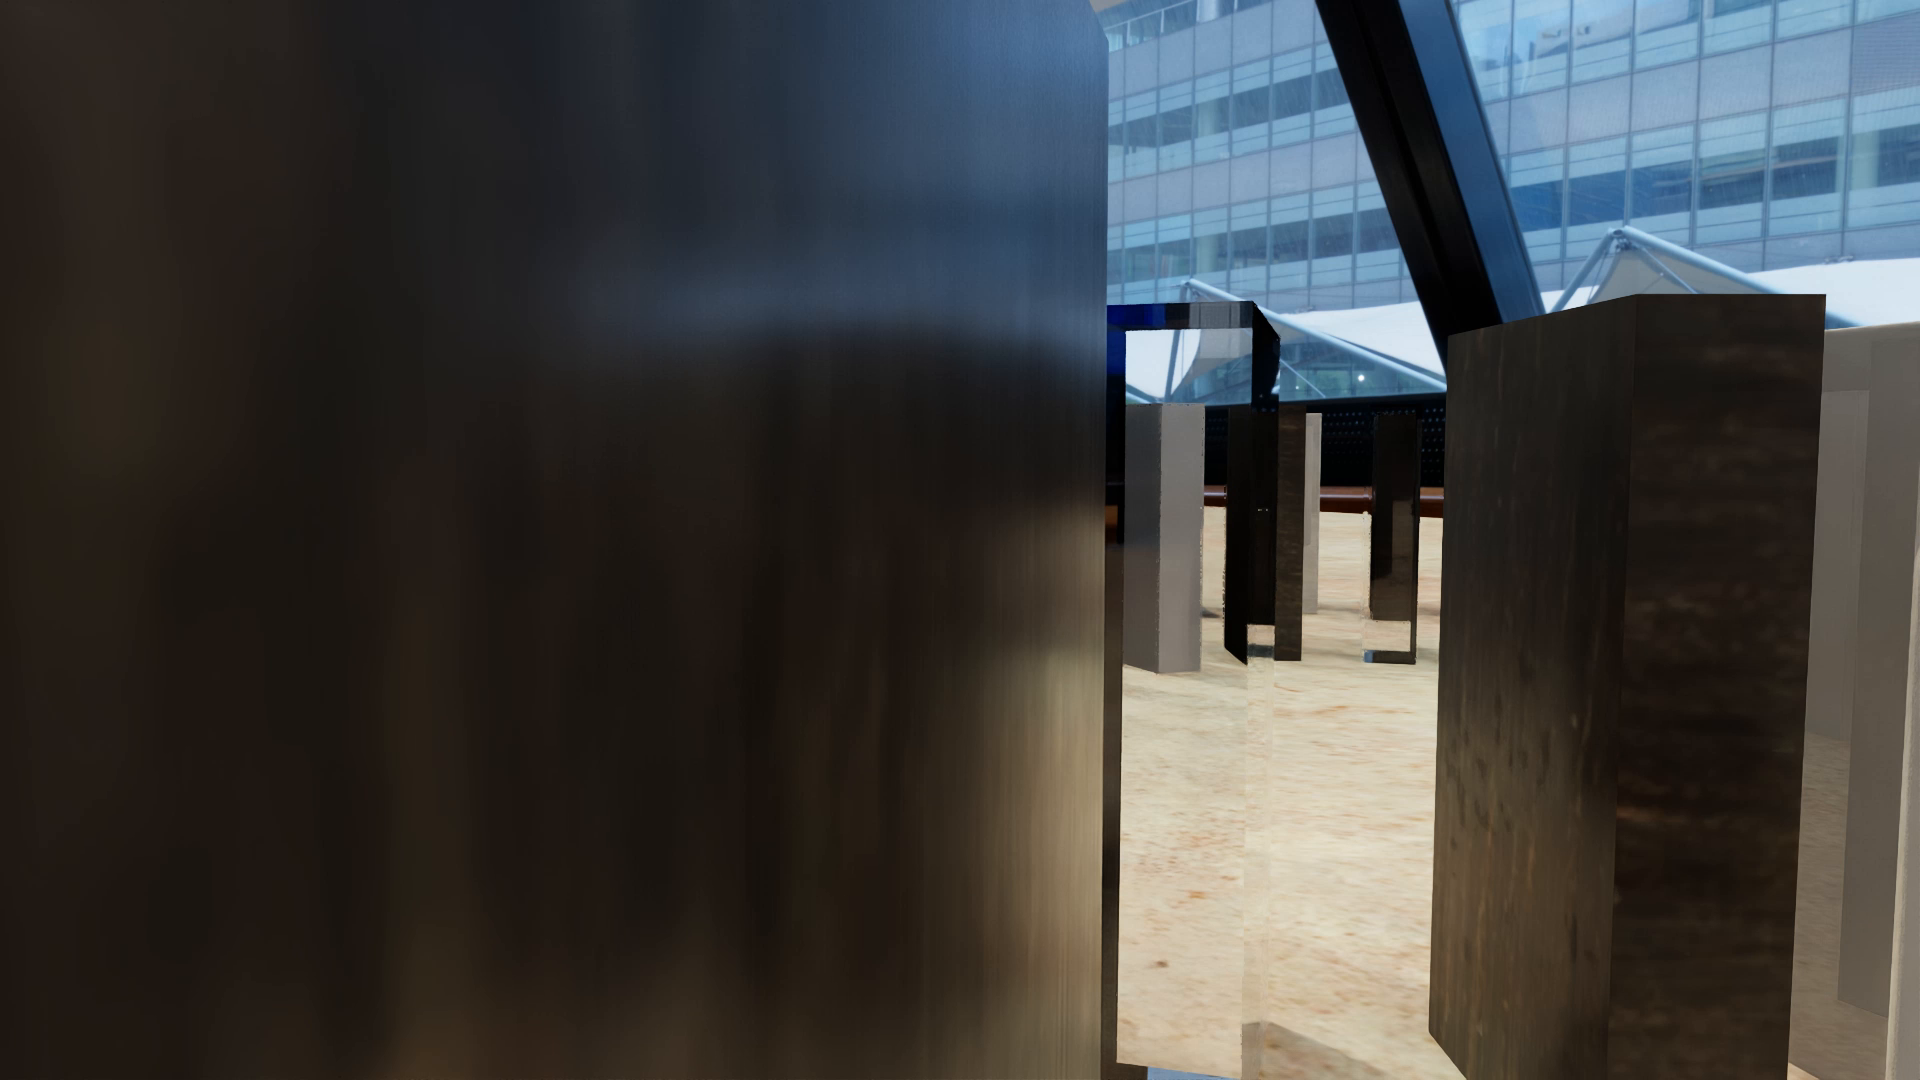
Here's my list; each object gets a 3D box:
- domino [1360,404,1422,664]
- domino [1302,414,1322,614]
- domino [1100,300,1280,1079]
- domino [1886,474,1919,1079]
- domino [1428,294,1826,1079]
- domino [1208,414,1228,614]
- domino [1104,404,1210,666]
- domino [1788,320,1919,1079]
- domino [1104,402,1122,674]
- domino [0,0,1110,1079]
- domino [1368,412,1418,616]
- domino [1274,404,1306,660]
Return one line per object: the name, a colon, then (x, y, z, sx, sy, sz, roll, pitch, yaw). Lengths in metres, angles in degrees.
domino: (0.087, -0.002, 0.259, 0.010, 0.050, 0.025, 1, 4, 15)
domino: (0.086, -0.007, 0.332, 0.009, 0.050, 0.025, 0, 4, 6)
domino: (0.015, 0.011, 0.082, 0.009, 0.050, 0.025, 1, 4, 17)
domino: (0.019, 0.017, 0.010, 0.010, 0.050, 0.025, 1, 4, 9)
domino: (0.039, 0.012, 0.079, 0.010, 0.050, 0.025, 0, 4, 0)
domino: (0.061, -0.007, 0.333, 0.009, 0.050, 0.025, 0, 4, -2)
domino: (0.039, -0.002, 0.258, 0.010, 0.050, 0.025, -2, 5, -24)
domino: (0.063, 0.011, 0.082, 0.009, 0.050, 0.025, -1, 4, -13)
domino: (0.018, -0.001, 0.244, 0.010, 0.050, 0.025, -4, 6, -41)
domino: (-0.005, 0.016, 0.015, 0.009, 0.050, 0.025, 1, 4, 15)
domino: (0.110, -0.007, 0.327, 0.009, 0.050, 0.025, 1, 4, 16)
domino: (0.062, -0.002, 0.262, 0.009, 0.050, 0.025, 0, 4, 1)
